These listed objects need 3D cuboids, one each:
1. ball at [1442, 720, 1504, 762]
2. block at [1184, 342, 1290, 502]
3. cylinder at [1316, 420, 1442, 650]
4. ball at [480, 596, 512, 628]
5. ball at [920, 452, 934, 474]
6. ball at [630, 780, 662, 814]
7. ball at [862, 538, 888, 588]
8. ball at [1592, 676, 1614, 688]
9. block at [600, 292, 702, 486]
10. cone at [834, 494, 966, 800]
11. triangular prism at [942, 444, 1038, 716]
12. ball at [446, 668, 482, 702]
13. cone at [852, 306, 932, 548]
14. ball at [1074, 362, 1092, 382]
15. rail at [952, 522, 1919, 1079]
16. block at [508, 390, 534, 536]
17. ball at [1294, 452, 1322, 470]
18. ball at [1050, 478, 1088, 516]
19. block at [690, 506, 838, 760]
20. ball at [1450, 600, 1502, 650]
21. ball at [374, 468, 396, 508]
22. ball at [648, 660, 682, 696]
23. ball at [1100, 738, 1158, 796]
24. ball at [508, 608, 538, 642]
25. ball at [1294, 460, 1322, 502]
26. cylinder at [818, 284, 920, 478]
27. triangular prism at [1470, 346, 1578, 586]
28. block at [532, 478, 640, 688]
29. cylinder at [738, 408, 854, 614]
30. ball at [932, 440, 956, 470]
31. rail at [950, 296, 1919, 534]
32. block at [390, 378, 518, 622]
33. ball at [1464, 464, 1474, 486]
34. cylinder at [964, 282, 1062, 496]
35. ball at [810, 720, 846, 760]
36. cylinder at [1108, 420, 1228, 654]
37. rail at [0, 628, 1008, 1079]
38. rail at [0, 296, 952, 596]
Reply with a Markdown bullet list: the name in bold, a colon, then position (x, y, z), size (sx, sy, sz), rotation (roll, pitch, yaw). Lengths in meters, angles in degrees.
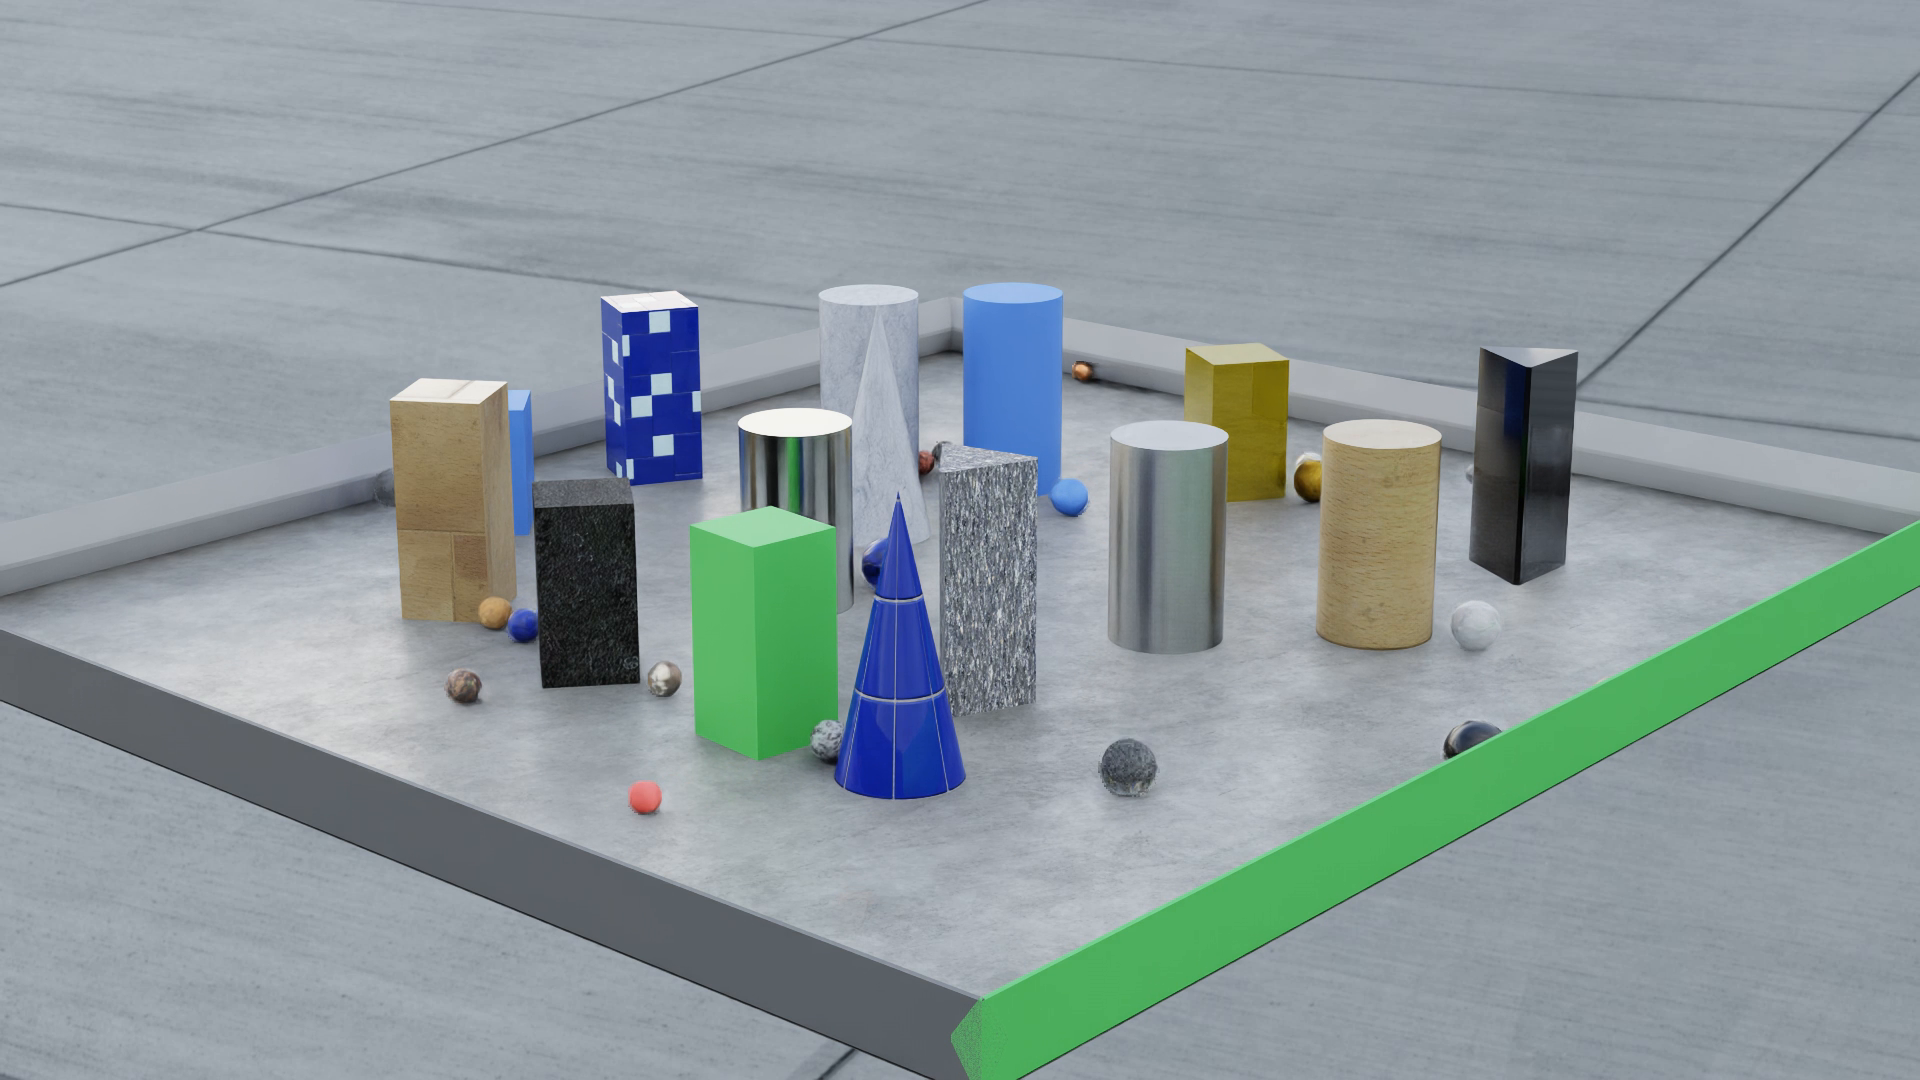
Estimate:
- **ball**: position (0.749, 0.309, 4.253), size (0.097, 0.097, 0.097), rotation (0, 17, 0)
- **block**: position (0.538, -0.230, 5.730), size (0.155, 0.276, 0.155), rotation (-5, 17, -15)
- **cylinder**: position (0.696, -0.010, 4.883), size (0.194, 0.345, 0.194), rotation (0, 17, 0)
- **ball**: position (-0.784, 0.122, 4.947), size (0.055, 0.055, 0.055), rotation (0, 17, 0)
- **ball**: position (-0.074, -0.155, 5.878), size (0.047, 0.047, 0.047), rotation (0, 17, 0)
- **ball**: position (-0.446, 0.364, 4.159), size (0.047, 0.047, 0.047), rotation (0, 17, 0)
- **ball**: position (-0.127, 0.042, 5.146), size (0.093, 0.093, 0.093), rotation (0, 17, 0)
- **ball**: position (1.003, 0.245, 4.509), size (0.073, 0.073, 0.073), rotation (0, 17, 0)
- **block**: position (-0.614, -0.303, 5.844), size (0.155, 0.351, 0.155), rotation (-7, 18, -21)
- **cone**: position (-0.088, 0.138, 4.236), size (0.194, 0.435, 0.194), rotation (0, 17, 0)
- **triangular prism**: position (0.011, 0.057, 4.573), size (0.168, 0.395, 0.145), rotation (-9, 19, -27)
- **ball**: position (-0.778, 0.228, 4.598), size (0.054, 0.054, 0.054), rotation (0, 17, 0)
- **cone**: position (-0.150, -0.225, 5.427), size (0.194, 0.443, 0.194), rotation (0, 17, 0)
- **ball**: position (0.278, -0.380, 6.629), size (0.044, 0.044, 0.044), rotation (0, 17, 0)
- **rail**: position (0.930, 0.265, 4.347), size (0.045, 0.126, 2.817), rotation (14, 22, 39)
- **block**: position (-0.887, -0.145, 5.512), size (0.155, 0.241, 0.155), rotation (-1, 17, -3)
- **ball**: position (0.695, -0.143, 5.812), size (0.062, 0.062, 0.062), rotation (0, 17, 0)
- **ball**: position (0.209, -0.083, 5.596), size (0.072, 0.072, 0.072), rotation (0, 17, 0)
- **block**: position (-0.294, 0.138, 4.415), size (0.155, 0.331, 0.155), rotation (-14, 22, -40)
- **ball**: position (0.852, 0.140, 4.839), size (0.082, 0.082, 0.082), rotation (0, 17, 0)
- **ball**: position (-1.091, -0.100, 5.647), size (0.075, 0.075, 0.075), rotation (0, 17, 0)
- **ball**: position (-0.466, 0.218, 4.630), size (0.054, 0.054, 0.054), rotation (0, 17, 0)
- **ball**: position (0.243, 0.327, 4.221), size (0.081, 0.081, 0.081), rotation (0, 17, 0)
- **ball**: position (-0.724, 0.142, 4.879), size (0.056, 0.056, 0.056), rotation (0, 17, 0)
- **ball**: position (0.687, -0.114, 5.681), size (0.083, 0.083, 0.083), rotation (0, 17, 0)
- **cylinder**: position (-0.178, -0.293, 5.755), size (0.194, 0.383, 0.194), rotation (0, 17, 0)
- **triangular prism**: position (0.982, -0.141, 5.229), size (0.145, 0.396, 0.168), rotation (14, 22, 38)
- **block**: position (-0.600, 0.067, 4.705), size (0.155, 0.299, 0.155), rotation (-3, 17, -9)
- **cylinder**: position (-0.281, -0.046, 5.038), size (0.194, 0.323, 0.194), rotation (0, 17, 0)
- **ball**: position (-0.029, -0.171, 5.910), size (0.059, 0.059, 0.059), rotation (0, 17, 0)
- **rail**: position (0.908, -0.271, 6.121), size (2.511, 0.126, 0.045), rotation (14, 22, 39)
- **block**: position (-0.863, -0.068, 5.007), size (0.155, 0.384, 0.155), rotation (3, 17, 9)
- **ball**: position (1.021, -0.128, 5.790), size (0.047, 0.047, 0.047), rotation (0, 17, 0)
- **cylinder**: position (0.103, -0.295, 5.753), size (0.194, 0.387, 0.194), rotation (0, 17, 0)
- **ball**: position (-0.193, 0.298, 4.355), size (0.061, 0.061, 0.061), rotation (0, 17, 0)
- **cylinder**: position (0.344, -0.006, 4.864), size (0.194, 0.348, 0.194), rotation (0, 17, 0)
- **rail**: position (-0.908, 0.334, 4.119), size (2.511, 0.126, 0.045), rotation (14, 22, 39)
- **rail**: position (-0.930, -0.202, 5.893), size (0.045, 0.126, 2.817), rotation (14, 22, 39)
